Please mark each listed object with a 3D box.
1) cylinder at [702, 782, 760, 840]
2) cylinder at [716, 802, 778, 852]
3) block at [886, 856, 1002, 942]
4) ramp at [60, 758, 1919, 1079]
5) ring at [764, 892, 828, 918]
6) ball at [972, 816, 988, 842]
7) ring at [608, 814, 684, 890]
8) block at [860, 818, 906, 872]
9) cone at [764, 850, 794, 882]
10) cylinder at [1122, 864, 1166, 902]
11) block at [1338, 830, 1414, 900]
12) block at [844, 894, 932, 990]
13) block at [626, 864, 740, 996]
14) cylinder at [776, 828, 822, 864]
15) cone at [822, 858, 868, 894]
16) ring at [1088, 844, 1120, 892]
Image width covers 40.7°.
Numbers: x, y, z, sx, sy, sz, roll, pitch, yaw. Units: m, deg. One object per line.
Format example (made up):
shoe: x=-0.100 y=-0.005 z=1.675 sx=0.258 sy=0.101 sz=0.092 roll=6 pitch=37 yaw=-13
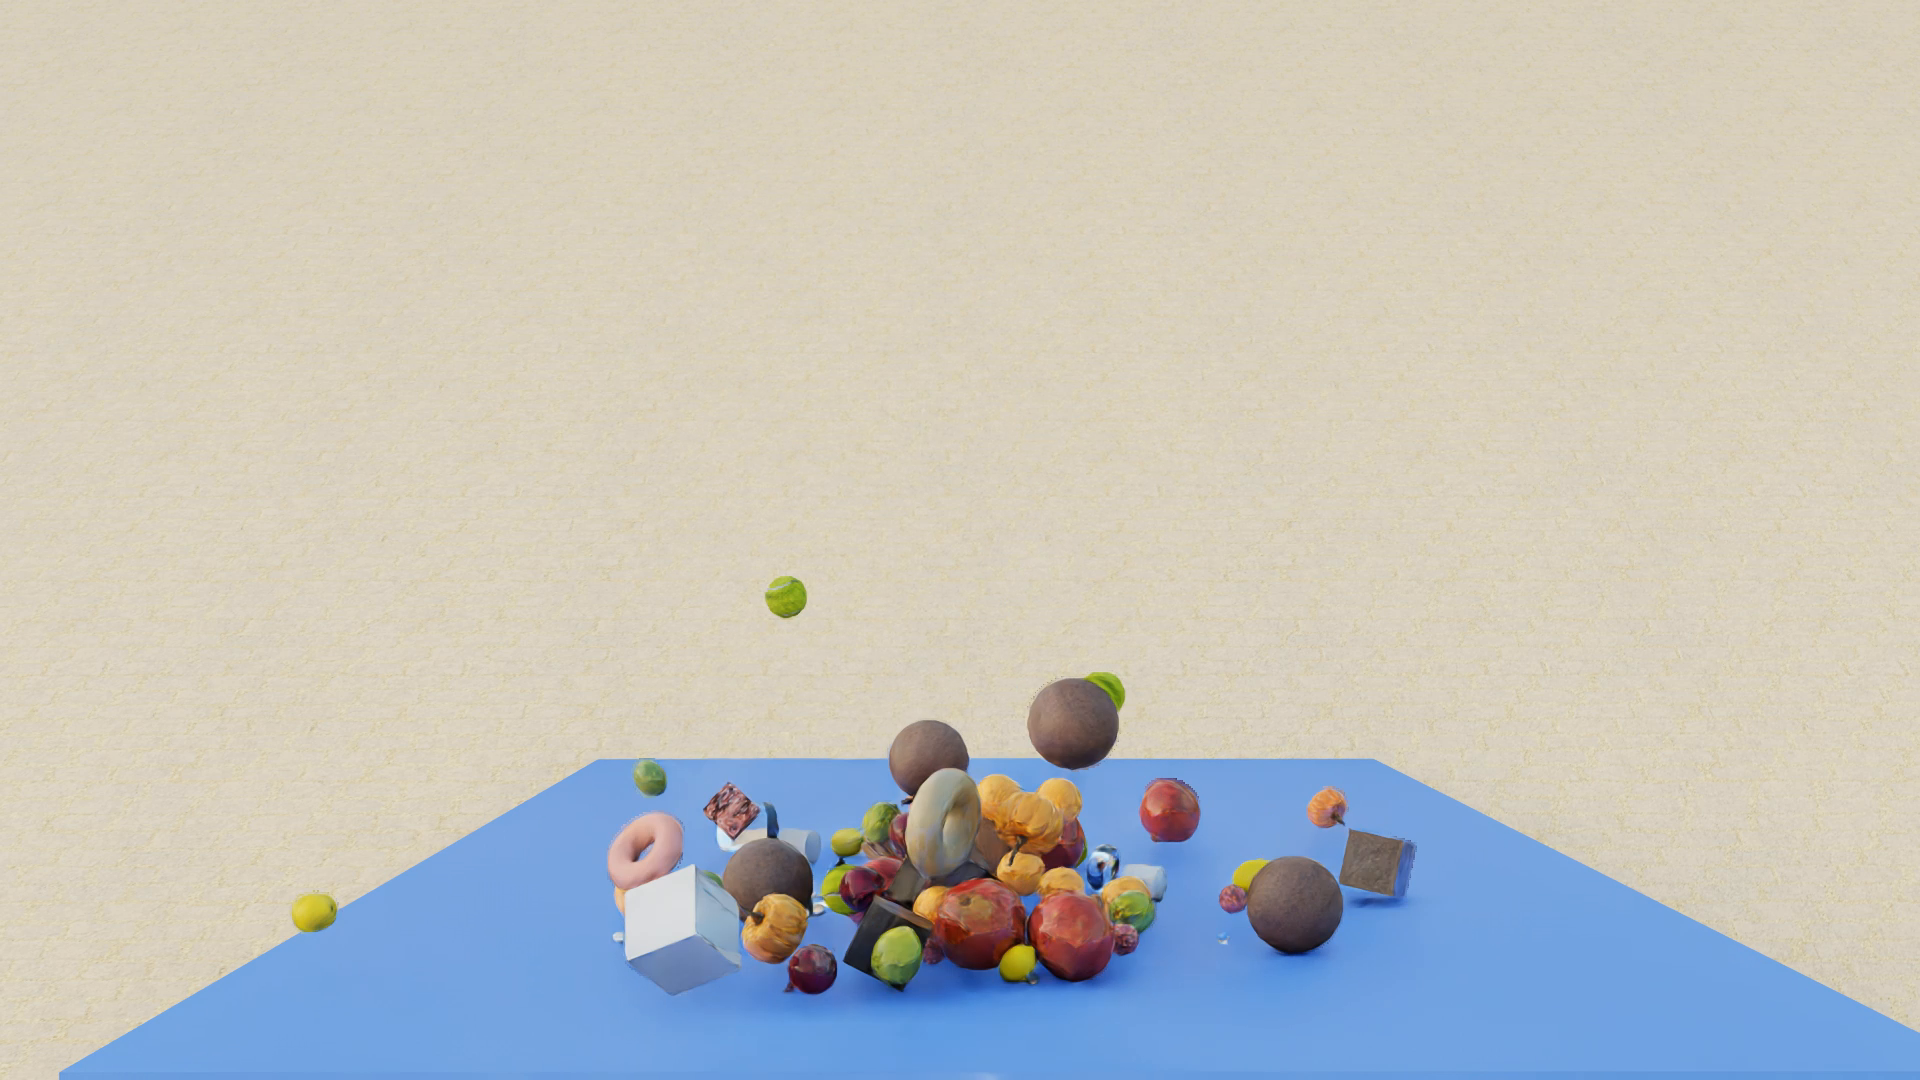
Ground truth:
cylinder: x=-0.395 y=0.469 z=4.481 sx=0.071 sy=0.071 sz=0.071 roll=42 pitch=42 yaw=7
cylinder: x=-0.381 y=0.513 z=4.626 sx=0.086 sy=0.086 sz=0.086 roll=0 pitch=28 yaw=-26
block: x=-0.023 y=0.474 z=3.542 sx=0.098 sy=0.098 sz=0.098 roll=33 pitch=-5 yaw=-21
ramp: x=0.068 y=0.607 z=4.673 sx=2.000 sy=0.100 sz=4.000 roll=0 pitch=0 yaw=0
ring: x=-0.241 y=0.538 z=3.824 sx=0.095 sy=0.032 sz=0.095 roll=3 pitch=-3 yaw=0
ball: x=0.026 y=0.530 z=4.766 sx=0.054 sy=0.054 sz=0.054 roll=0 pitch=31 yaw=0
ring: x=-0.399 y=0.397 z=3.288 sx=0.112 sy=0.037 sz=0.112 roll=-24 pitch=40 yaw=22
block: x=-0.121 y=0.507 z=4.320 sx=0.055 sy=0.055 sz=0.055 roll=-35 pitch=9 yaw=39
cone: x=-0.283 y=0.525 z=4.168 sx=0.052 sy=0.052 sz=0.052 roll=-15 pitch=-2 yaw=-24
cylinder: x=0.283 y=0.526 z=3.979 sx=0.054 sy=0.054 sz=0.054 roll=1 pitch=29 yaw=24
block: x=0.640 y=0.498 z=3.972 sx=0.085 sy=0.085 sz=0.085 roll=11 pitch=-6 yaw=23
block: x=-0.088 y=0.495 z=3.186 sx=0.081 sy=0.081 sz=0.081 roll=26 pitch=0 yaw=0
block: x=-0.331 y=0.466 z=3.089 sx=0.097 sy=0.097 sz=0.097 roll=-23 pitch=47 yaw=18
cylinder: x=-0.278 y=0.527 z=4.462 sx=0.057 sy=0.057 sz=0.057 roll=0 pitch=28 yaw=27
cone: x=-0.171 y=0.540 z=4.050 sx=0.065 sy=0.065 sz=0.065 roll=27 pitch=32 yaw=-3
ring: x=0.223 y=0.511 z=4.036 sx=0.025 sy=0.076 sz=0.076 roll=14 pitch=33 yaw=31
